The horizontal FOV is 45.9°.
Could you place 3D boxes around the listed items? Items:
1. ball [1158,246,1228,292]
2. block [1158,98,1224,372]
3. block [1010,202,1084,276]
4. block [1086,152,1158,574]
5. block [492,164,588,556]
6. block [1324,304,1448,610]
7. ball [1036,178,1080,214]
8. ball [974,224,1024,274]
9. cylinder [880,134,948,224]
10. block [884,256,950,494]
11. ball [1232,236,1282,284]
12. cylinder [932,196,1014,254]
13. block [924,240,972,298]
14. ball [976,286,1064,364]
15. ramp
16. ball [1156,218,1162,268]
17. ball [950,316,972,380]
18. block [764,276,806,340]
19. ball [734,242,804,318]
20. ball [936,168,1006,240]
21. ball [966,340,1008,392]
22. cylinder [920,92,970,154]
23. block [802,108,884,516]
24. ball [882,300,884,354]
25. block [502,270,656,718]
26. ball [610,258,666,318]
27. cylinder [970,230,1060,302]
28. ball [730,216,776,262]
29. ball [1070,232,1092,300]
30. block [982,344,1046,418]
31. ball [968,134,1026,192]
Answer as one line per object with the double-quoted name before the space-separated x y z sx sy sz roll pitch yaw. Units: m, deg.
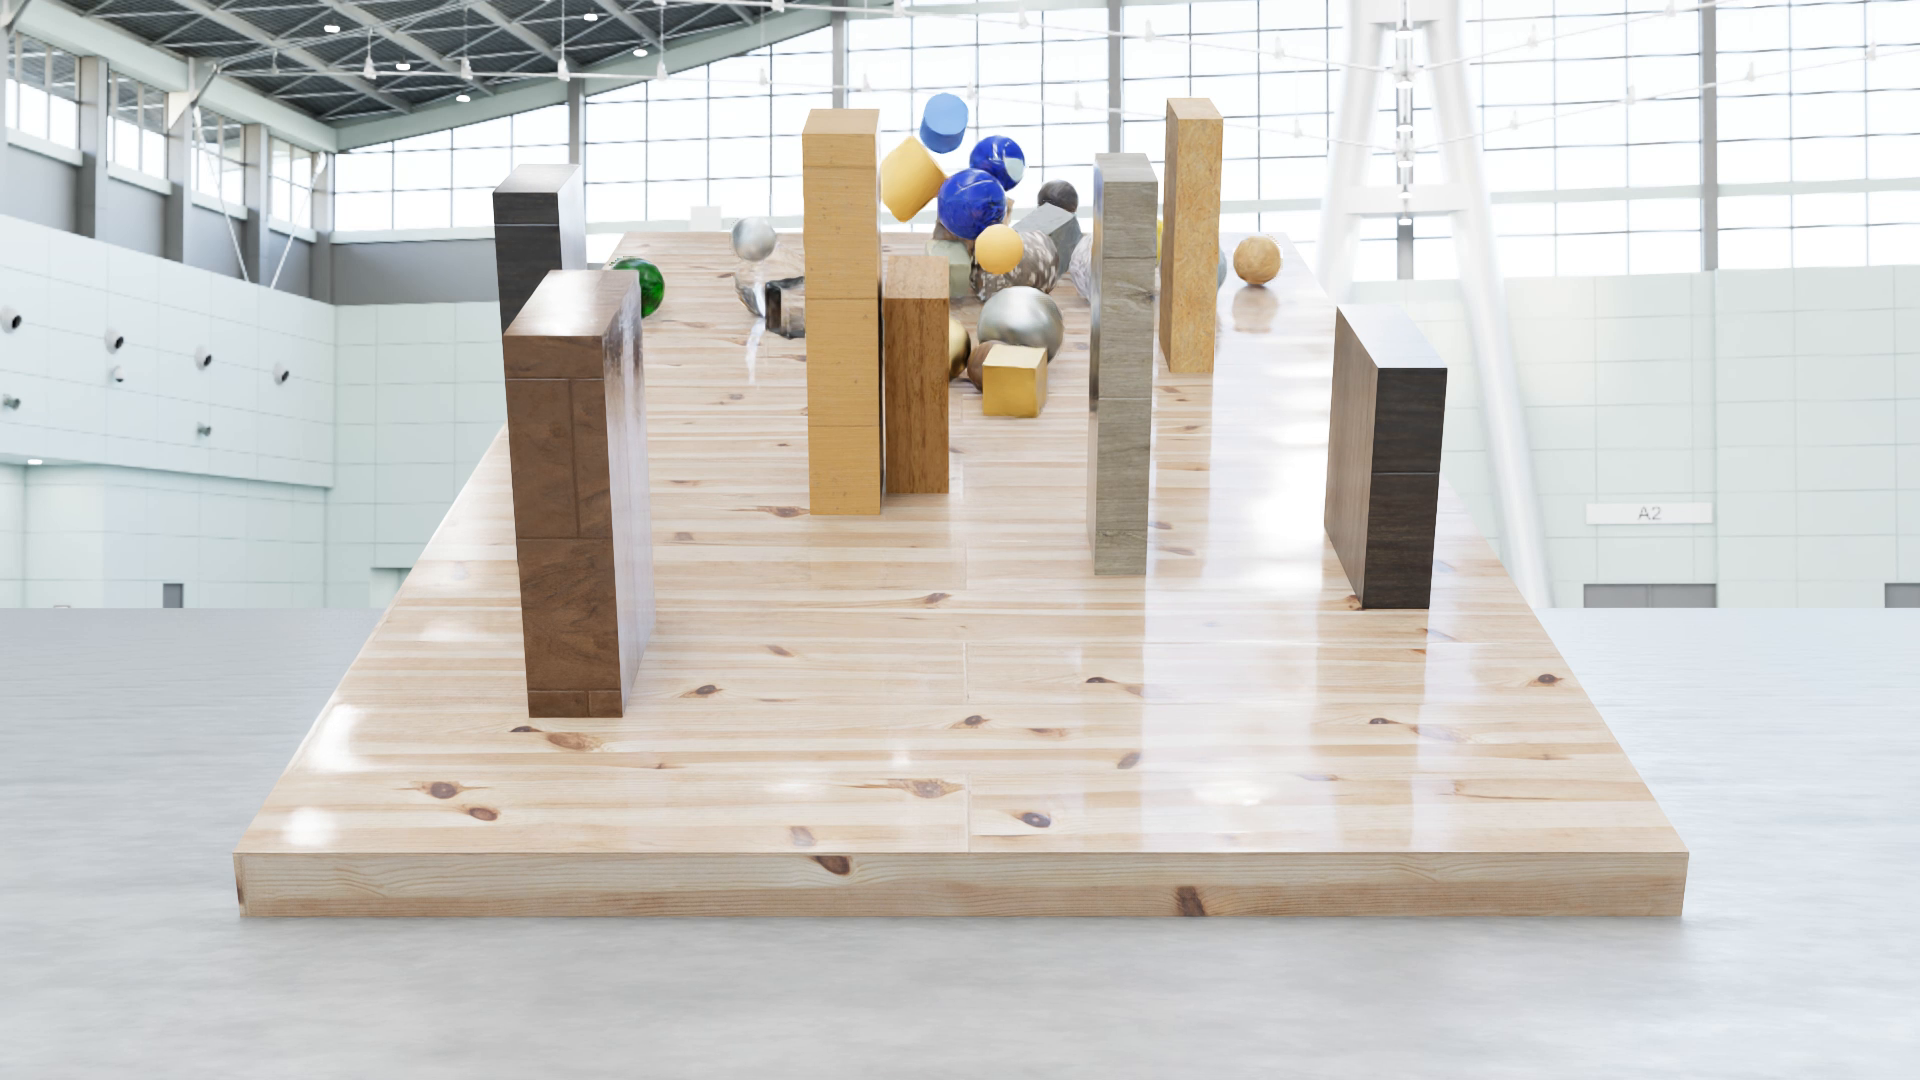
"ball" 0.619 -0.722 6.016 0.182 0.182 0.182 0 -2 0
"block" 0.551 -0.734 5.436 0.104 0.602 0.316 0 20 0
"block" 0.248 -0.828 6.291 0.137 0.137 0.137 -35 38 -18
"block" 0.292 -0.321 4.124 0.094 0.719 0.275 0 20 0
"block" -0.755 -0.324 4.169 0.114 0.690 0.270 0 20 0
"block" 0.761 -0.159 4.093 0.118 0.437 0.438 0 20 0
"ball" 0.280 -0.972 6.487 0.122 0.122 0.122 0 -2 0
"ball" 0.100 -0.746 5.817 0.127 0.127 0.127 0 -2 0
"cylinder" -0.140 -0.970 6.092 0.171 0.171 0.171 -39 -9 9
"block" -0.086 -0.346 4.656 0.127 0.401 0.374 0 20 0
"ball" 0.815 -0.767 6.212 0.134 0.134 0.134 0 -2 0
"cylinder" 0.033 -0.881 6.365 0.203 0.203 0.203 12 -2 -2
"block" -0.036 -0.720 6.022 0.107 0.107 0.107 -1 42 -11
"ball" 0.142 -0.494 5.320 0.206 0.206 0.206 0 -2 0
"ramp" -0.005 -0.206 5.007 2.000 0.100 4.000 0 20 0
"ball" 0.498 -0.802 6.098 0.151 0.151 0.151 0 -2 0
"ball" -0.055 -0.446 5.280 0.164 0.164 0.164 0 -2 0
"block" -0.410 -0.588 5.729 0.124 0.124 0.124 -13 23 -31
"ball" -0.486 -0.670 5.849 0.195 0.195 0.195 0 -2 0
"ball" 0.031 -0.890 6.006 0.187 0.187 0.187 0 -2 0
"ball" 0.077 -0.397 5.205 0.123 0.123 0.123 0 -2 0
"cylinder" -0.046 -1.197 6.512 0.130 0.130 0.130 0 -14 -7
"block" -0.224 -0.448 4.434 0.137 0.744 0.291 0 20 0
"ball" -0.216 -0.478 5.338 0.184 0.184 0.184 0 -2 0
"block" -0.598 -0.083 3.618 0.146 0.613 0.420 0 20 0
"ball" -0.839 -0.649 5.845 0.158 0.158 0.158 0 -2 0
"cylinder" 0.144 -0.729 6.042 0.175 0.175 0.175 -14 7 -34
"ball" -0.522 -0.759 5.726 0.117 0.117 0.117 0 -2 0
"ball" 0.392 -0.720 5.977 0.205 0.205 0.205 0 -2 0
"block" 0.123 -0.355 5.074 0.121 0.121 0.121 5 27 12
"ball" 0.103 -1.051 6.341 0.164 0.164 0.164 0 -2 0
